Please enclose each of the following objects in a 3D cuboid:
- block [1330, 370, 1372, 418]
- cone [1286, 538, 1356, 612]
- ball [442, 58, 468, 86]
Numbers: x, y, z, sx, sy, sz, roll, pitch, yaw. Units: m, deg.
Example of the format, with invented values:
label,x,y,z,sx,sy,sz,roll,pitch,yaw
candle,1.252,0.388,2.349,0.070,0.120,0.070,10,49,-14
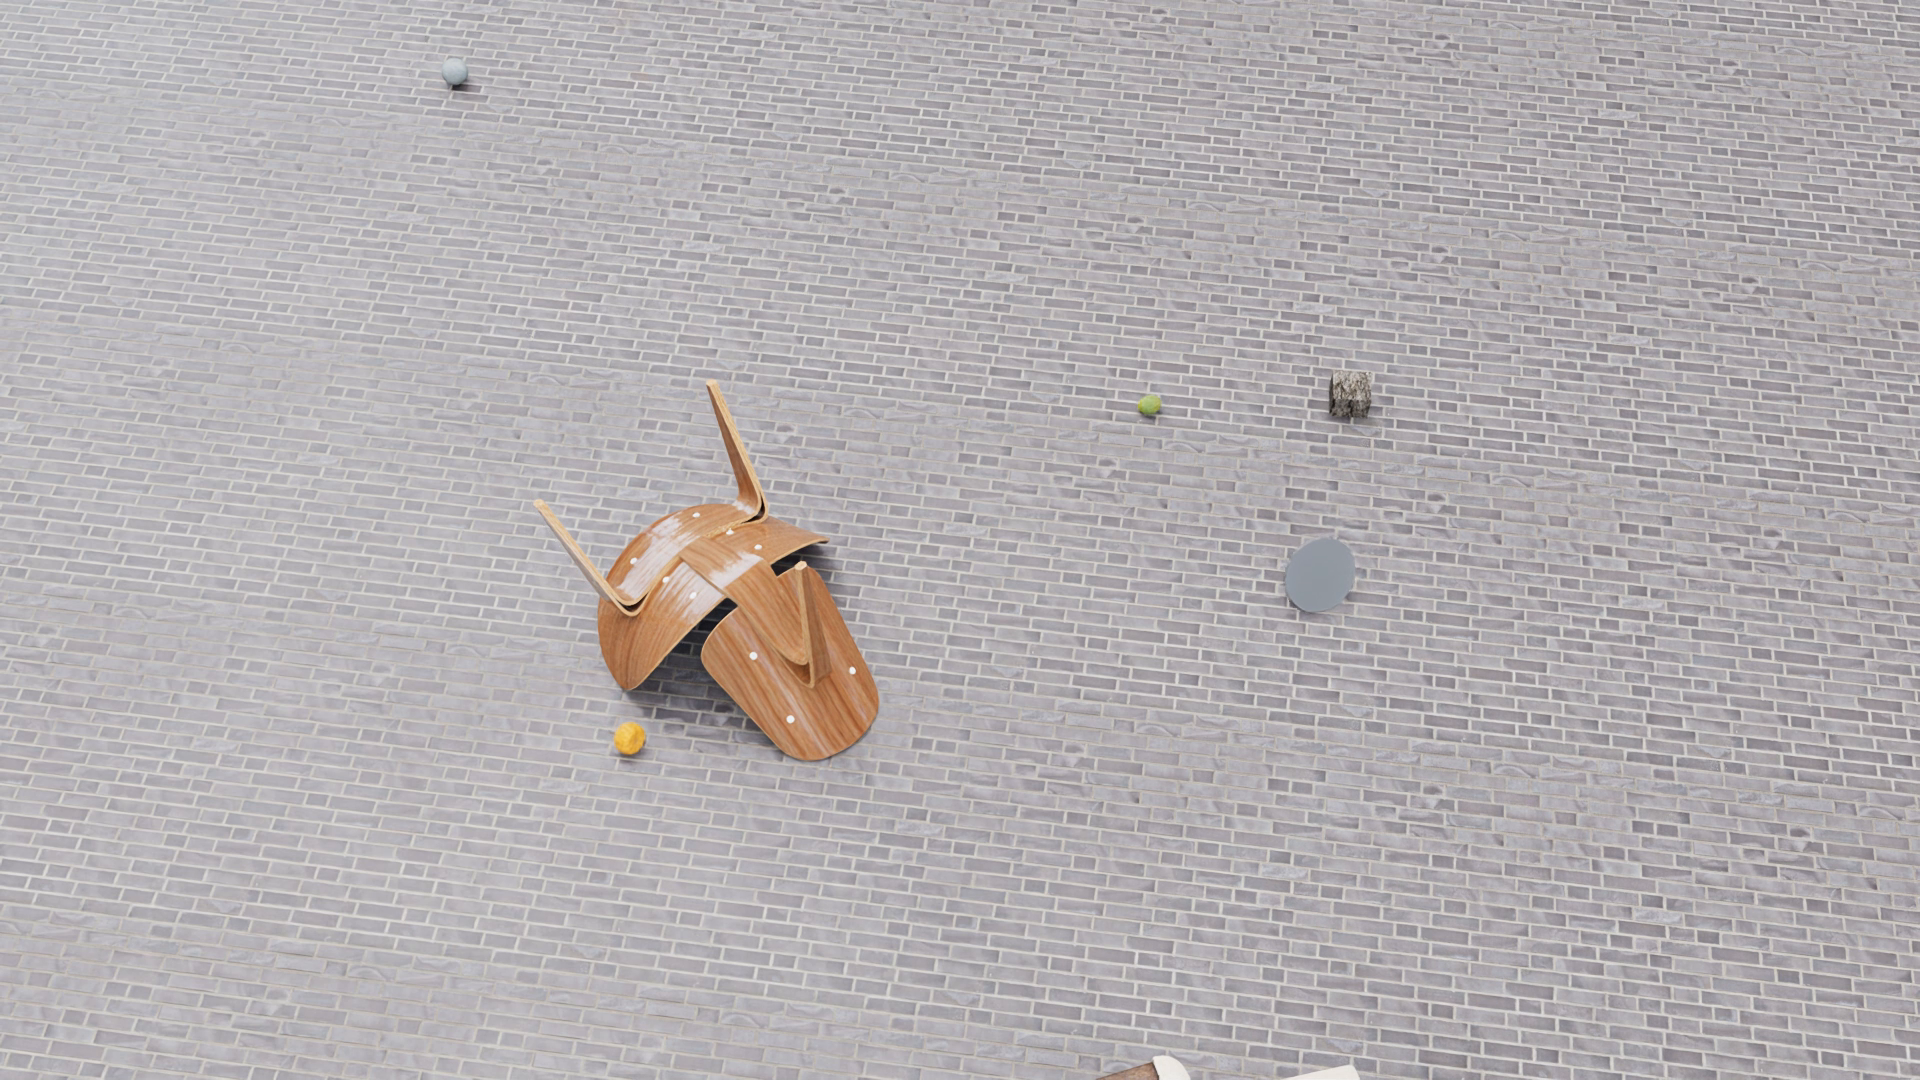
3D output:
label,x,y,z,sx,sy,sz,roll,pitch,yaw
block,1.211,-0.453,6.825,0.116,0.088,0.113,4,56,3
cone,1.025,0.069,6.469,0.220,0.231,0.181,-14,25,-10
ball,-1.747,-1.620,7.605,0.092,0.092,0.092,0,56,0
